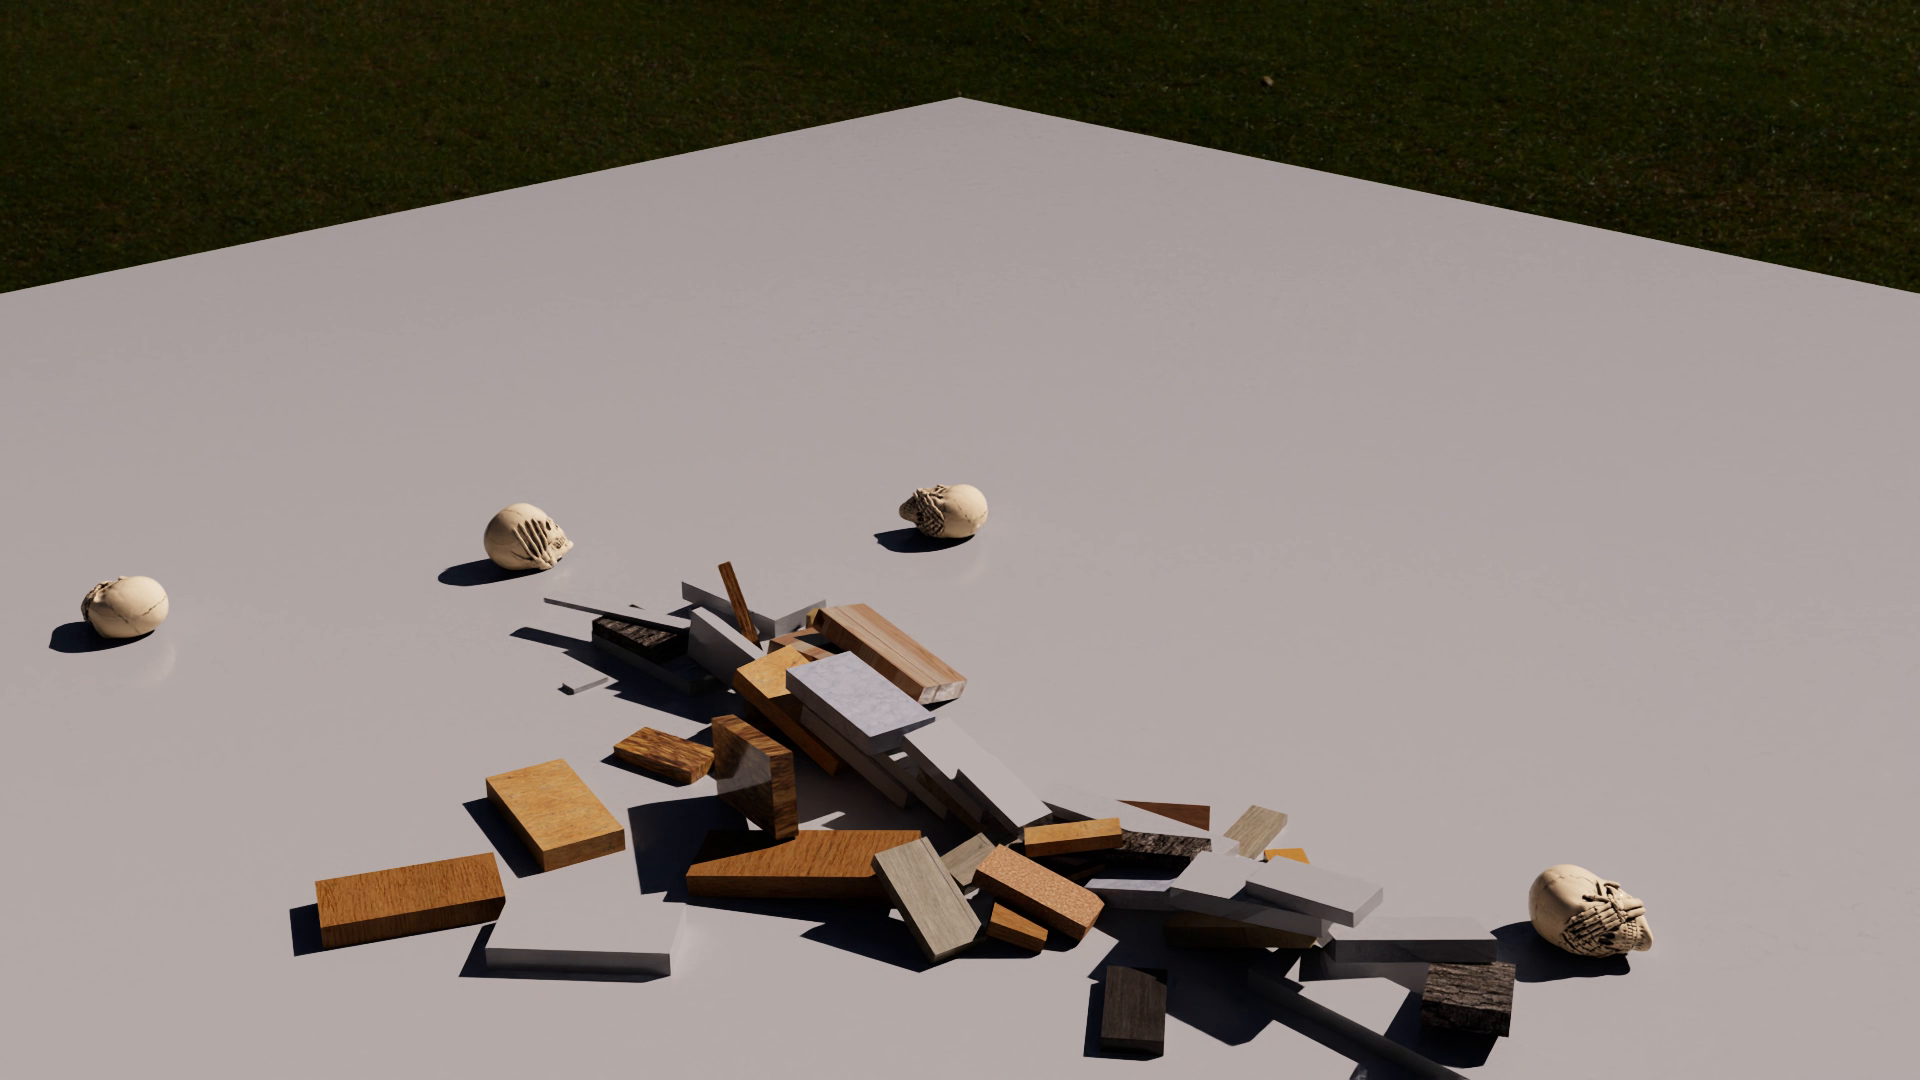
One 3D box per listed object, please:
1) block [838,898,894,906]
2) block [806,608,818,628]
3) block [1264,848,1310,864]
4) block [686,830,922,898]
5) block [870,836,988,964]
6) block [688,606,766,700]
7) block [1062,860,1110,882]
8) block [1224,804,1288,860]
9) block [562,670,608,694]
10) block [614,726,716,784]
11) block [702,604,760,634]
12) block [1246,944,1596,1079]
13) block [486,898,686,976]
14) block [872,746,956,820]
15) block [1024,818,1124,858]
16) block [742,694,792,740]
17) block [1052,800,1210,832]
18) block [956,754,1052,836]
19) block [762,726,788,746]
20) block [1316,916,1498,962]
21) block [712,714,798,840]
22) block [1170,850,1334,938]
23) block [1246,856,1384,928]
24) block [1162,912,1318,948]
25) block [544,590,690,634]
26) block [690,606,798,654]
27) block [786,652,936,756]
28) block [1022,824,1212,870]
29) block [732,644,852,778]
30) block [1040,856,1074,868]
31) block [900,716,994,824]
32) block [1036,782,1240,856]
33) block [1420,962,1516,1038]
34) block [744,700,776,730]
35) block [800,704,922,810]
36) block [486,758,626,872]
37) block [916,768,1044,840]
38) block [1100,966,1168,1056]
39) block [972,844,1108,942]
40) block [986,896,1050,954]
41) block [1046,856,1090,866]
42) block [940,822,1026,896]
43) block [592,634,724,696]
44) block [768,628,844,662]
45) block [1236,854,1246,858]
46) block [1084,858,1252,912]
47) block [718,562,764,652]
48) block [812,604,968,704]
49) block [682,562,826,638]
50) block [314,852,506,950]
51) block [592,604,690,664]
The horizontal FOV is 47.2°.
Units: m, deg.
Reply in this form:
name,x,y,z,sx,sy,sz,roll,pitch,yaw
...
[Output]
name,x,y,z,sx,sy,sz,roll,pitch,yaw
block,-0.147,0.661,4.171,0.169,0.024,0.085,-1,23,-1
block,-0.343,0.210,5.147,0.013,0.093,0.046,12,26,24
block,0.637,0.642,4.220,0.077,0.022,0.154,-2,23,-5
block,-0.295,0.618,4.198,0.422,0.047,0.167,-1,23,11
block,-0.058,0.659,4.034,0.115,0.033,0.230,-15,54,-31
block,-0.516,0.261,4.923,0.243,0.121,0.034,34,39,33
block,0.239,0.630,4.200,0.092,0.013,0.046,-22,8,17
block,0.562,0.593,4.335,0.077,0.022,0.241,13,26,28
block,-0.849,0.322,4.984,0.093,0.013,0.046,-20,30,-39
block,-0.617,0.455,4.652,0.210,0.030,0.105,14,27,29
block,-0.563,0.220,5.104,0.210,0.030,0.105,18,65,49
block,0.778,0.838,3.733,0.616,0.041,0.145,21,31,40
block,-0.677,0.721,4.002,0.332,0.047,0.166,1,23,3
block,-0.069,0.465,4.491,0.122,0.035,0.245,-22,49,-41
block,0.217,0.569,4.211,0.184,0.026,0.092,-7,12,2
block,-0.389,0.358,4.779,0.174,0.025,0.087,39,40,25
block,0.342,0.564,4.390,0.310,0.033,0.115,3,23,7
block,0.086,0.501,4.325,0.092,0.026,0.184,-18,47,-39
block,-0.404,0.427,4.733,0.058,0.016,0.115,6,24,14
block,0.794,0.713,3.928,0.290,0.041,0.145,1,6,-5
block,-0.409,0.466,4.361,0.047,0.167,0.334,-8,12,-25
block,0.536,0.630,3.926,0.285,0.040,0.143,8,24,28
block,0.620,0.614,3.852,0.213,0.030,0.107,12,26,37
block,0.527,0.686,3.985,0.285,0.040,0.143,-6,16,34
block,-0.789,0.171,5.164,0.428,0.013,0.046,11,26,24
block,-0.446,0.251,5.110,0.165,0.047,0.499,-13,26,-29
block,-0.210,0.337,4.582,0.161,0.046,0.322,-15,31,-33
block,0.299,0.586,4.211,0.359,0.026,0.092,1,15,32
block,-0.319,0.362,4.704,0.322,0.046,0.161,39,40,25
block,0.200,0.616,4.292,0.092,0.013,0.046,17,28,35
block,0.007,0.458,4.406,0.122,0.035,0.245,-19,48,-40
block,0.342,0.558,4.315,0.428,0.024,0.085,15,28,35
block,0.874,0.777,3.774,0.145,0.041,0.290,6,7,15
block,-0.438,0.382,4.798,0.058,0.016,0.115,-4,23,-10
block,-0.166,0.425,4.588,0.161,0.046,0.322,-22,48,-41
block,-0.814,0.548,4.409,0.167,0.047,0.334,-13,26,-28
block,0.041,0.519,4.397,0.122,0.035,0.245,-21,49,-41
block,0.303,0.813,3.806,0.107,0.030,0.213,3,23,6
block,0.148,0.653,4.083,0.230,0.033,0.115,26,25,14
block,0.116,0.679,4.081,0.107,0.030,0.213,20,24,0
block,0.212,0.608,4.252,0.046,0.013,0.092,-17,16,-38
block,0.042,0.612,4.232,0.169,0.024,0.085,-26,53,-36
block,-0.692,0.266,5.091,0.122,0.034,0.375,-21,31,-40
block,-0.280,0.248,4.998,0.165,0.047,0.329,20,16,24
block,0.481,0.617,4.221,0.154,0.022,0.077,17,29,38
block,0.391,0.640,4.111,0.285,0.040,0.143,-3,18,32
block,-0.495,0.163,4.988,0.030,0.105,0.210,-20,64,-6
block,-0.158,0.254,4.932,0.332,0.047,0.166,35,22,29
block,-0.493,0.140,5.251,0.329,0.047,0.165,20,30,39
block,-1.028,0.673,4.115,0.332,0.047,0.166,-8,24,-17
block,-0.732,0.218,5.114,0.243,0.034,0.121,20,31,40
